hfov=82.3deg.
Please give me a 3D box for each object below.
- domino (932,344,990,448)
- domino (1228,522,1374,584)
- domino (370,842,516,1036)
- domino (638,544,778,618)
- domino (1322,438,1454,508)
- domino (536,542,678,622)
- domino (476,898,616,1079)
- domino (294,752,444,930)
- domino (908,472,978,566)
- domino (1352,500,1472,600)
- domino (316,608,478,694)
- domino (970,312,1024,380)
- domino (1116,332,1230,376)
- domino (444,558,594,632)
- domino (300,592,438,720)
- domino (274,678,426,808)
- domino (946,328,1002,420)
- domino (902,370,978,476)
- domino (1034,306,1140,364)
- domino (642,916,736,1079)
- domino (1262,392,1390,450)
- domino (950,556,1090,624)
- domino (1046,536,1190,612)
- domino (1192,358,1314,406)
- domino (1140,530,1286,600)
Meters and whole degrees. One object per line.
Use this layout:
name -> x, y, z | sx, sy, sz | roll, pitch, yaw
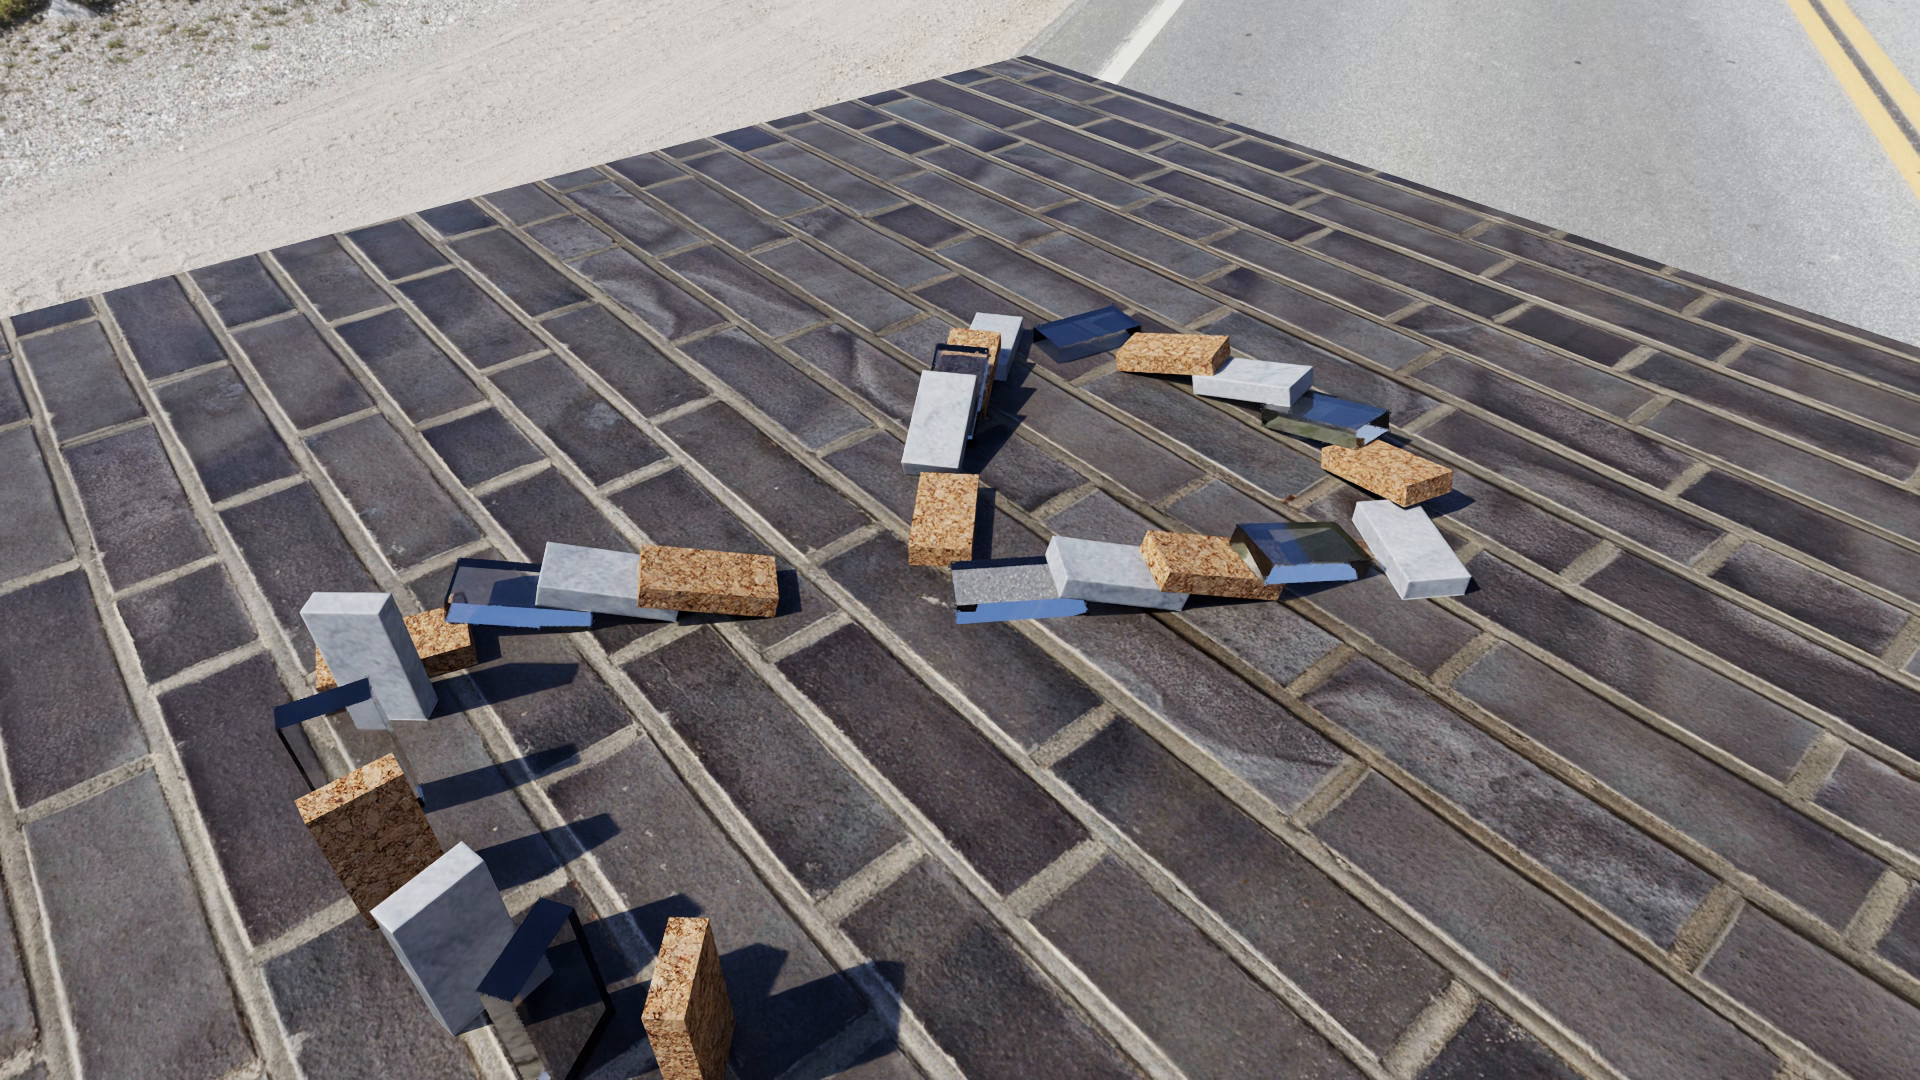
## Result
domino -> -0.002, -0.068, 0.511 | 0.025, 0.010, 0.050 | 6, 62, 8
domino -> 0.133, 0.005, 0.428 | 0.050, 0.009, 0.025 | -2, 38, -26
domino -> -0.130, 0.104, 0.285 | 0.010, 0.050, 0.025 | 26, 46, 28
domino -> -0.095, 0.015, 0.414 | 0.050, 0.010, 0.025 | 6, 37, -19
domino -> 0.182, -0.030, 0.471 | 0.025, 0.009, 0.050 | -16, 29, -19
domino -> -0.131, 0.016, 0.413 | 0.050, 0.010, 0.025 | 9, 37, -18
domino -> -0.101, 0.114, 0.272 | 0.010, 0.050, 0.025 | 11, 41, 13
domino -> -0.162, 0.085, 0.308 | 0.025, 0.050, 0.010 | -28, 47, -30
domino -> -0.006, -0.009, 0.454 | 0.025, 0.009, 0.050 | 3, 39, 3
domino -> 0.180, 0.003, 0.440 | 0.025, 0.010, 0.050 | -4, 40, -5
domino -> -0.202, 0.040, 0.394 | 0.050, 0.010, 0.025 | -16, 42, -19
domino -> 0.016, -0.100, 0.566 | 0.025, 0.010, 0.050 | 8, 40, 9
domino -> 0.106, -0.093, 0.548 | 0.050, 0.009, 0.025 | 9, 38, 32
domino -> -0.162, 0.020, 0.410 | 0.050, 0.010, 0.025 | 5, 38, -14
domino -> -0.194, 0.039, 0.364 | 0.025, 0.050, 0.010 | 1, 39, 1
domino -> -0.183, 0.066, 0.331 | 0.025, 0.050, 0.010 | -19, 43, -22
domino -> 0.004, -0.081, 0.533 | 0.025, 0.010, 0.050 | 7, 54, 8
domino -> -0.009, -0.052, 0.492 | 0.025, 0.010, 0.050 | 7, 62, 8
domino -> 0.066, -0.108, 0.575 | 0.050, 0.010, 0.025 | -19, 43, -21
domino -> -0.065, 0.117, 0.268 | 0.009, 0.050, 0.025 | 2, 39, 2
domino -> 0.166, -0.056, 0.502 | 0.025, 0.009, 0.050 | -28, 33, -30
domino -> 0.022, 0.018, 0.421 | 0.050, 0.009, 0.025 | -4, 39, -4
domino -> 0.060, 0.013, 0.418 | 0.050, 0.009, 0.025 | 7, 37, -16
domino -> 0.140, -0.077, 0.528 | 0.050, 0.009, 0.025 | 15, 40, 39
domino -> 0.097, 0.010, 0.422 | 0.050, 0.009, 0.025 | 5, 37, -18
